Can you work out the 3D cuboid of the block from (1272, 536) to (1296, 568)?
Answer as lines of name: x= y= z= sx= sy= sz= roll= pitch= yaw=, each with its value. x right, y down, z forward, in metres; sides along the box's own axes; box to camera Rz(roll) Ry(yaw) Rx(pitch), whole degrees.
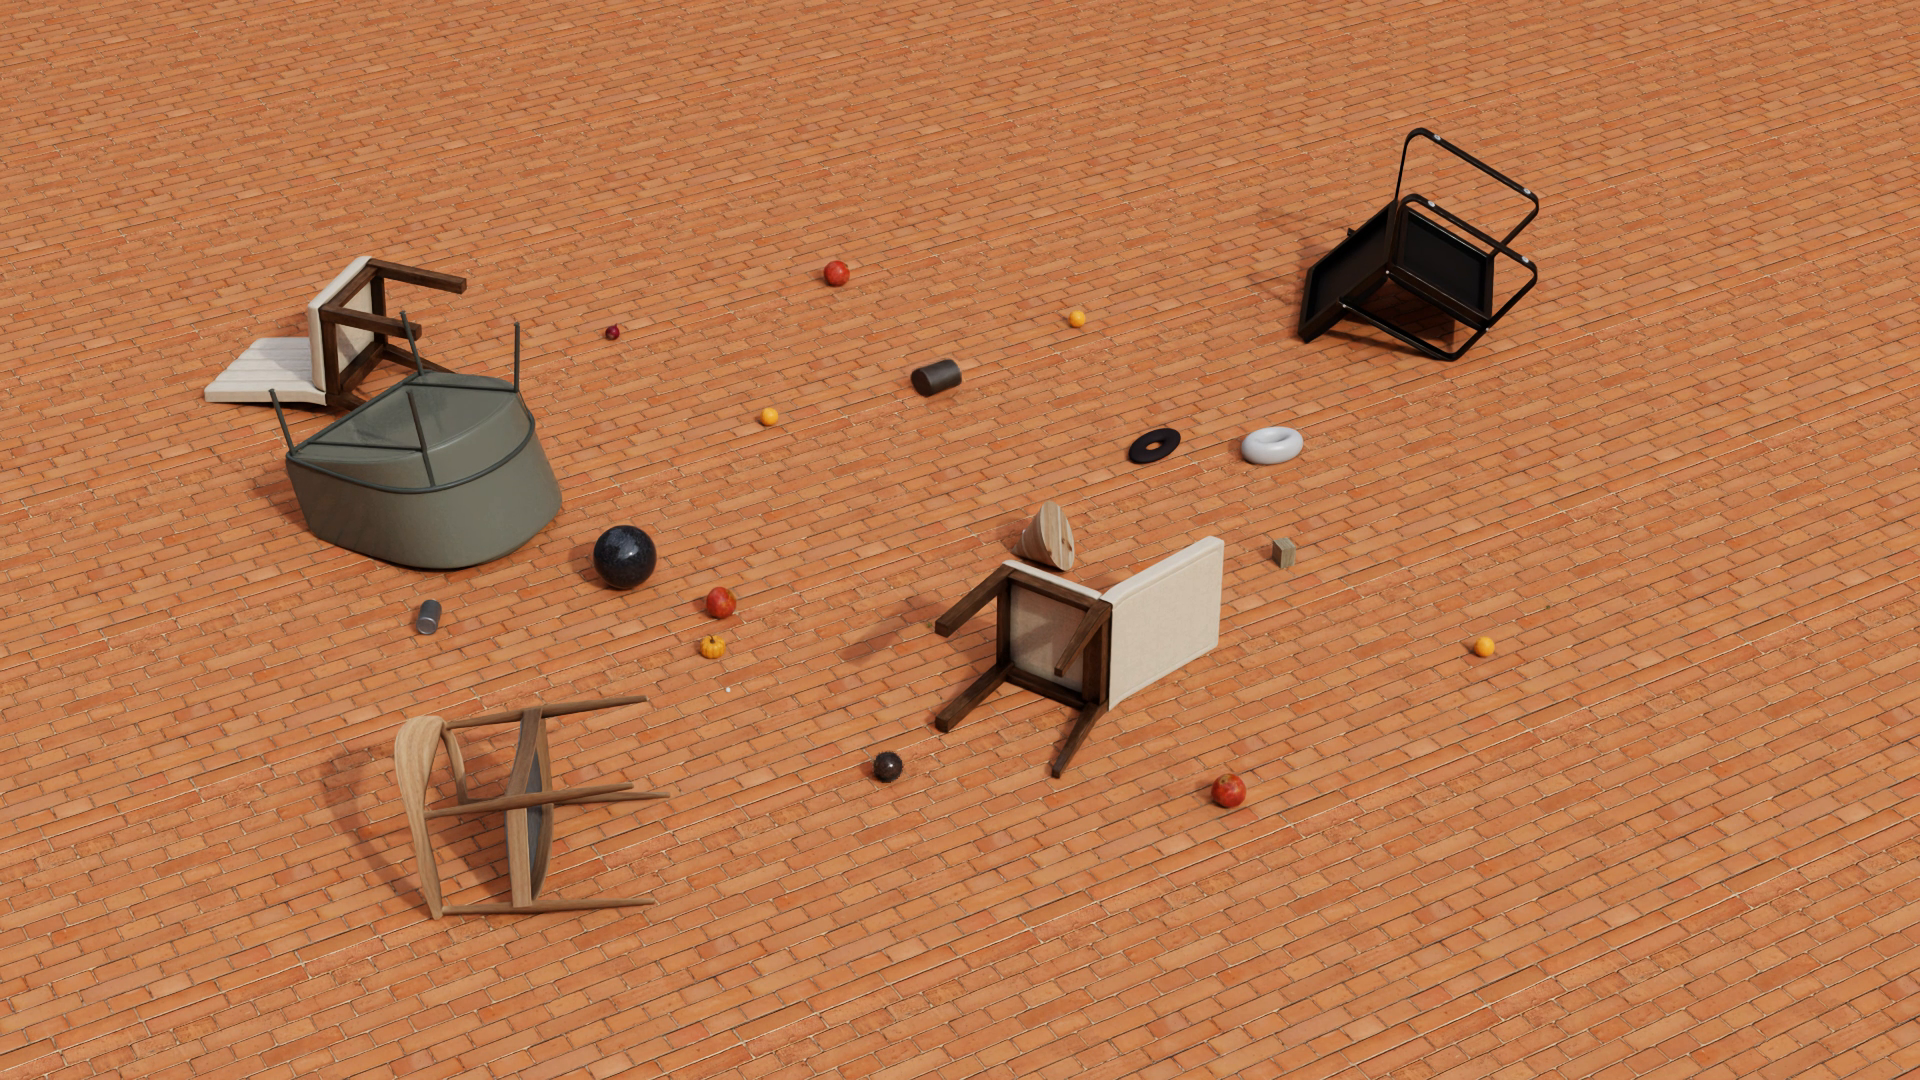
block: x=1.193 y=0.047 z=10.797 sx=0.058 sy=0.083 sz=0.072 roll=-12 pitch=35 yaw=-18

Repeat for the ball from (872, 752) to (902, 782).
ball: x=-0.240 y=0.751 z=9.714 sx=0.100 sy=0.100 sz=0.100 roll=0 pitch=33 yaw=0

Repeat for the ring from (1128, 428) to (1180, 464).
ring: x=0.762 y=-0.370 z=11.470 sx=0.152 sy=0.040 sz=0.285 roll=24 pitch=40 yaw=30

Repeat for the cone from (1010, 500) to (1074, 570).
cone: x=0.272 y=0.015 z=10.824 sx=0.209 sy=0.239 sz=0.280 roll=-20 pitch=52 yaw=27

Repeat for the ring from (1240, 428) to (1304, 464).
ring: x=1.216 y=-0.368 z=11.419 sx=0.255 sy=0.093 sz=0.175 roll=-12 pitch=33 yaw=-16

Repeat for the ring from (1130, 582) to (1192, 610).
ring: x=0.725 y=0.201 z=10.577 sx=0.237 sy=0.070 sz=0.116 roll=-9 pitch=33 yaw=-15

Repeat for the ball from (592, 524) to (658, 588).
ball: x=-1.216 y=0.060 z=10.640 sx=0.234 sy=0.234 sz=0.234 roll=0 pitch=33 yaw=0
